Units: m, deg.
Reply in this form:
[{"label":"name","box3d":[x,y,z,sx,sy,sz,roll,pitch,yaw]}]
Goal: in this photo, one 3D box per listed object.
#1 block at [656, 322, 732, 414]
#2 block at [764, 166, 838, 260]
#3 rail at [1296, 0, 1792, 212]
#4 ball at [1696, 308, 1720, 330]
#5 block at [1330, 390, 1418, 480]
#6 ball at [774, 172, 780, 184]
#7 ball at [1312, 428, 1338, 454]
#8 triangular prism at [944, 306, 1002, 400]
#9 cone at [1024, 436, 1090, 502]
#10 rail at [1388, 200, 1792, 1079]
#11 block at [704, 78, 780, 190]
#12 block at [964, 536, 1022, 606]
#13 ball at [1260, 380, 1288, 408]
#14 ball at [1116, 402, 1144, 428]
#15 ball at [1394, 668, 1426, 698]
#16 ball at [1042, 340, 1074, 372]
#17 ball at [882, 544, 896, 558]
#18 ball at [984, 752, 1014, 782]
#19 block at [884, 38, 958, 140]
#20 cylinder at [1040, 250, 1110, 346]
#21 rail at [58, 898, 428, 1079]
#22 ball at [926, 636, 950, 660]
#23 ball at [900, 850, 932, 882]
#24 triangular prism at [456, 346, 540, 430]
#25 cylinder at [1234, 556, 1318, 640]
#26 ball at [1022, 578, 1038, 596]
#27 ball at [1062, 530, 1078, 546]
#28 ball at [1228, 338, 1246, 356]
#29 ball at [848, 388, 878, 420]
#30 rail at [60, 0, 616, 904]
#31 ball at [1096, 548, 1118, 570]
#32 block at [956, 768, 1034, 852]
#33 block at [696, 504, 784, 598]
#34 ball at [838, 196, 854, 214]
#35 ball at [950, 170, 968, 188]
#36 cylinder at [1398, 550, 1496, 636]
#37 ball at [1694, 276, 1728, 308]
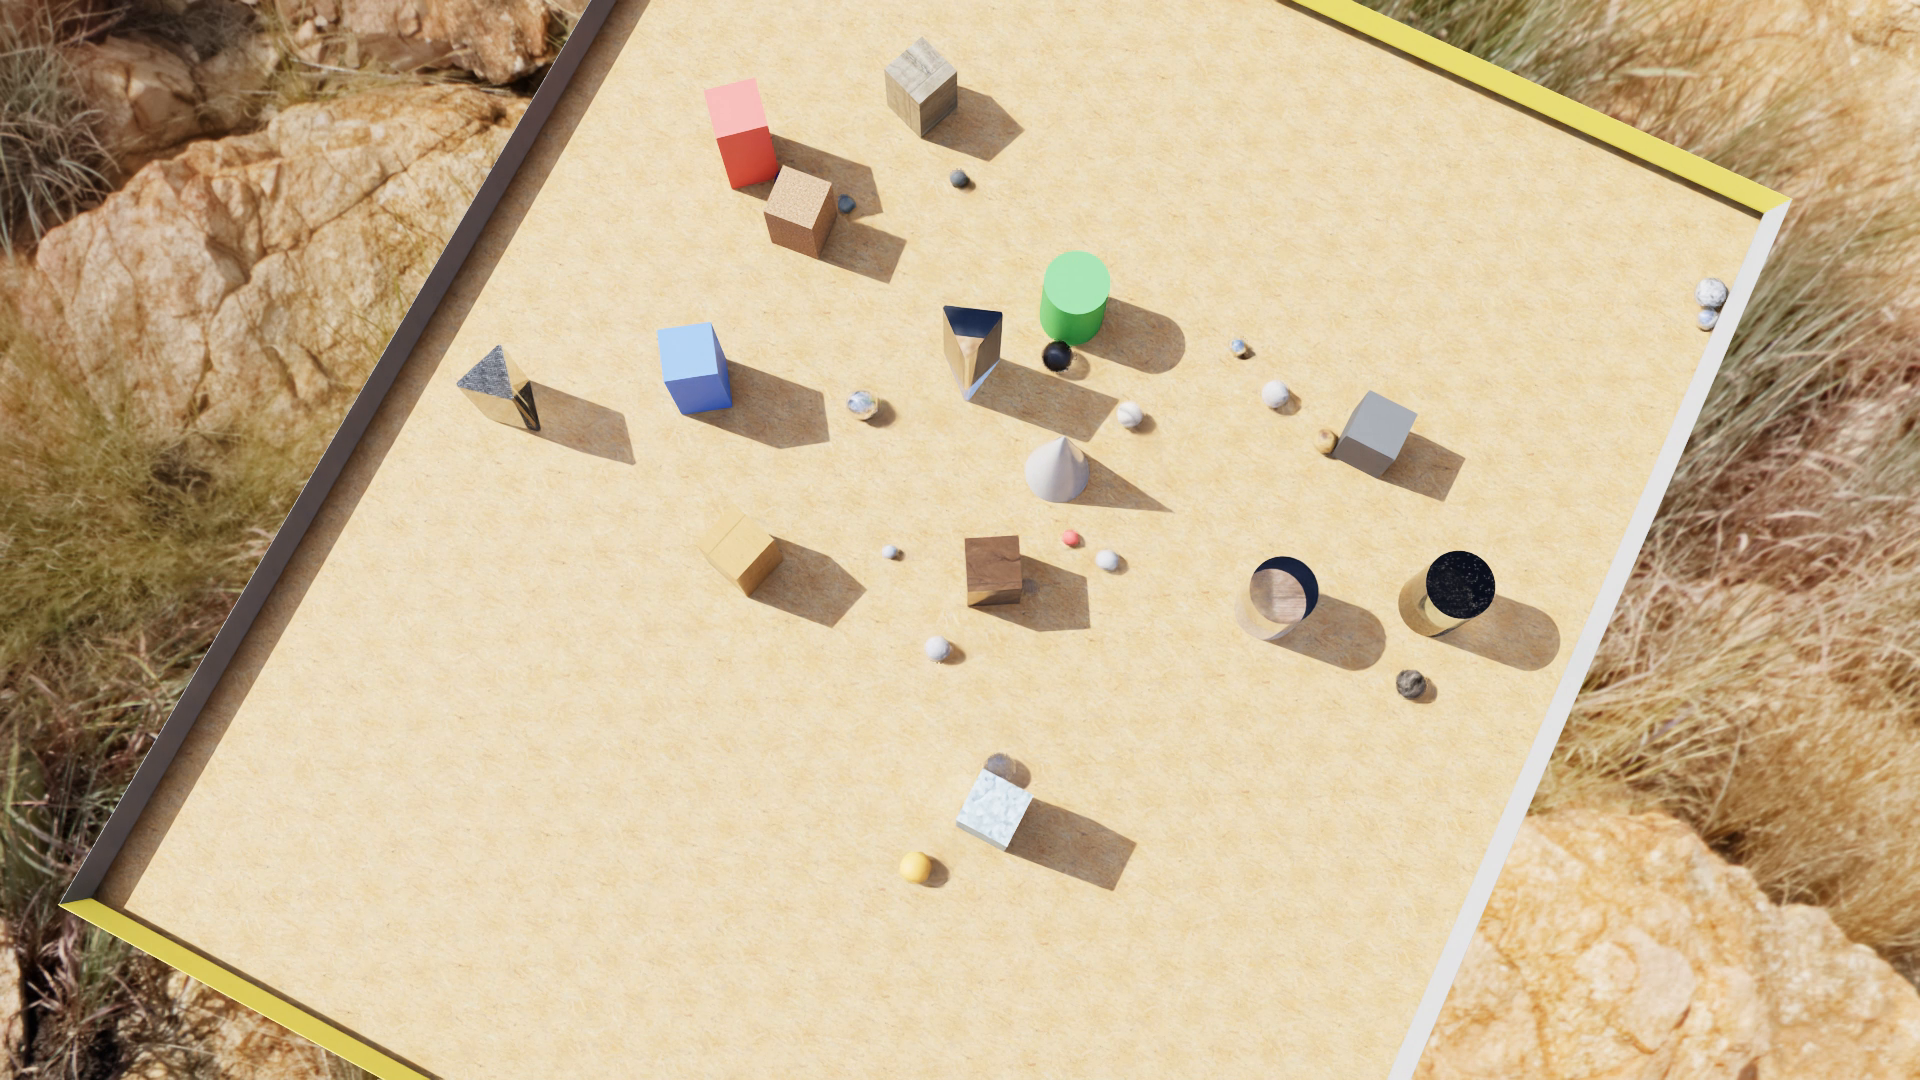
[{"label":"block","box3d":[-0.798,-0.515,5.539,0.160,0.360,0.160,-9,78,-2]},{"label":"block","box3d":[-0.494,-1.014,5.691,0.160,0.265,0.160,21,79,4]},{"label":"rail","box3d":[0.939,-1.832,5.929,3.672,0.130,0.045,26,80,5]},{"label":"ball","box3d":[2.335,-0.692,5.725,0.069,0.069,0.069,0,78,0]},{"label":"block","box3d":[1.254,-0.318,5.560,0.160,0.240,0.160,28,80,5]},{"label":"ball","box3d":[-0.548,-1.136,5.810,0.082,0.082,0.082,0,78,0]},{"label":"ball","box3d":[1.123,-0.305,5.642,0.075,0.075,0.075,0,78,0]},{"label":"triangular prism","box3d":[0.012,-0.589,5.515,0.150,0.438,0.173,36,81,7]},{"label":"cone","box3d":[0.300,-0.255,5.450,0.200,0.430,0.200,0,78,0]},{"label":"rail","box3d":[1.621,0.801,5.384,0.045,0.130,4.247,26,80,5]},{"label":"block","box3d":[-0.672,-1.254,5.677,0.160,0.391,0.160,-15,79,-3]},{"label":"block","box3d":[0.097,0.094,5.467,0.160,0.255,0.160,-3,78,-1]},{"label":"ball","box3d":[0.973,-0.451,5.667,0.085,0.085,0.085,0,78,0]},{"label":"ball","box3d":[0.524,-0.385,5.655,0.081,0.081,0.081,0,78,0]},{"label":"ball","box3d":[1.347,0.429,5.483,0.088,0.088,0.088,0,78,0]},{"label":"ball","box3d":[0.302,-0.569,5.685,0.098,0.098,0.098,0,78,0]},{"label":"ball","box3d":[-0.214,0.035,5.588,0.043,0.043,0.043,0,78,0]},{"label":"ball","box3d":[0.115,0.677,5.428,0.094,0.094,0.094,0,78,0]},{"label":"block","box3d":[-0.121,-1.424,5.780,0.160,0.258,0.160,-43,81,-8]},{"label":"cylinder","box3d":[0.350,-0.738,5.614,0.200,0.305,0.200,0,78,0]},{"label":"rail","box3d":[-0.939,1.846,5.167,3.672,0.130,0.045,26,80,5]},{"label":"ball","box3d":[-0.065,0.326,5.511,0.076,0.076,0.076,0,78,0]},{"label":"ball","box3d":[-0.130,0.958,5.371,0.092,0.092,0.092,0,78,0]},{"label":"triangular prism","box3d":[-1.368,-0.467,5.533,0.173,0.353,0.150,15,79,3]},{"label":"cylinder","box3d":[0.933,0.175,5.424,0.200,0.306,0.200,0,78,0]},{"label":"ball","box3d":[0.209,0.144,5.559,0.054,0.054,0.054,0,78,0]},{"label":"ball","box3d":[0.335,-0.008,5.593,0.049,0.049,0.049,0,78,0]},{"label":"ball","box3d":[0.865,-0.603,5.713,0.056,0.056,0.056,0,78,0]},{"label":"ball","box3d":[-0.299,-0.420,5.654,0.096,0.096,0.096,0,78,0]},{"label":"rail","box3d":[-1.621,-0.787,5.712,0.045,0.130,4.247,26,80,5]},{"label":"ball","box3d":[0.445,0.060,5.570,0.067,0.067,0.067,0,78,0]},{"label":"block","box3d":[0.096,0.779,5.261,0.160,0.380,0.160,27,80,5]},{"label":"block","box3d":[-0.652,0.036,5.454,0.160,0.304,0.160,41,81,8]},{"label":"ball","box3d":[-0.361,-1.063,5.808,0.057,0.057,0.057,0,78,0]},{"label":"ball","box3d":[-0.004,-1.147,5.827,0.054,0.054,0.054,0,78,0]},{"label":"cylinder","box3d":[1.433,0.162,5.410,0.200,0.339,0.200,0,78,0]},{"label":"ball","box3d":[2.346,-0.774,5.728,0.096,0.096,0.096,0,78,0]}]
